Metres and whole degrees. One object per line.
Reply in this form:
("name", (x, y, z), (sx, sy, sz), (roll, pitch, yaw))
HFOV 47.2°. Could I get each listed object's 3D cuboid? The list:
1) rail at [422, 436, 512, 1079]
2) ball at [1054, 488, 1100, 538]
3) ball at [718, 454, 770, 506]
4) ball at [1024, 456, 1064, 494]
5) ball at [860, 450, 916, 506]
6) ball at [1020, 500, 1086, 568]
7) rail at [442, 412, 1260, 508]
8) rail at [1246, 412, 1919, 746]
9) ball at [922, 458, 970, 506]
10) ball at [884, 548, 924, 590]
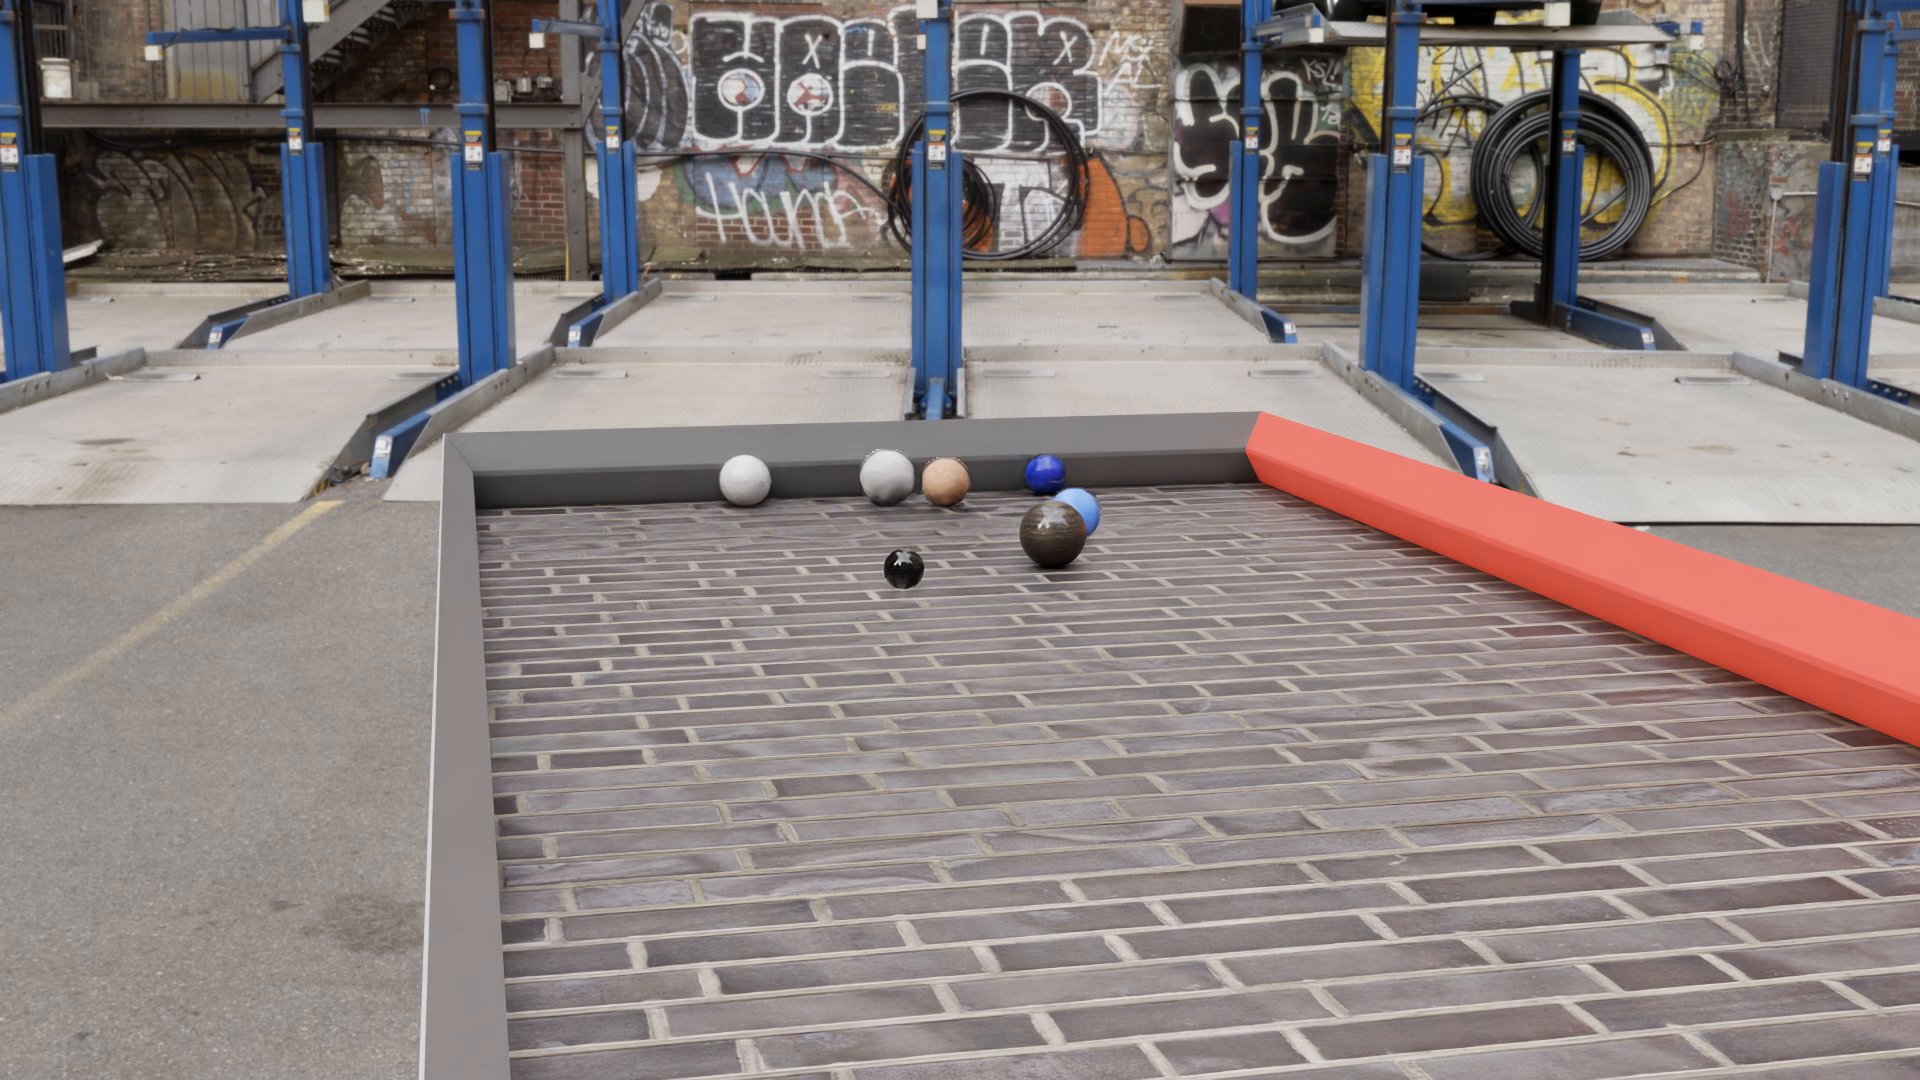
("rail", (-0.517, 0.122, 2.287), (0.045, 0.124, 2.822), (-2, 10, -13))
("ball", (0.173, -0.038, 3.337), (0.080, 0.080, 0.080), (0, 10, 0))
("ball", (-0.359, -0.099, 3.664), (0.086, 0.086, 0.086), (0, 10, 0))
("ball", (0.146, -0.112, 3.796), (0.068, 0.068, 0.068), (0, 10, 0))
("ball", (-0.121, -0.104, 3.679), (0.092, 0.092, 0.092), (0, 10, 0))
("ball", (0.132, -0.009, 3.124), (0.096, 0.096, 0.096), (0, 10, 0))
("rail", (-0.151, -0.138, 3.770), (1.429, 0.124, 0.045), (-2, 10, -13))
("rail", (0.830, 0.069, 2.588), (0.045, 0.124, 2.822), (-2, 10, -13))
("ball", (-0.024, -0.096, 3.664), (0.080, 0.080, 0.080), (0, 10, 0))
("ball", (-0.076, 0.039, 2.967), (0.055, 0.055, 0.055), (0, 10, 0))
